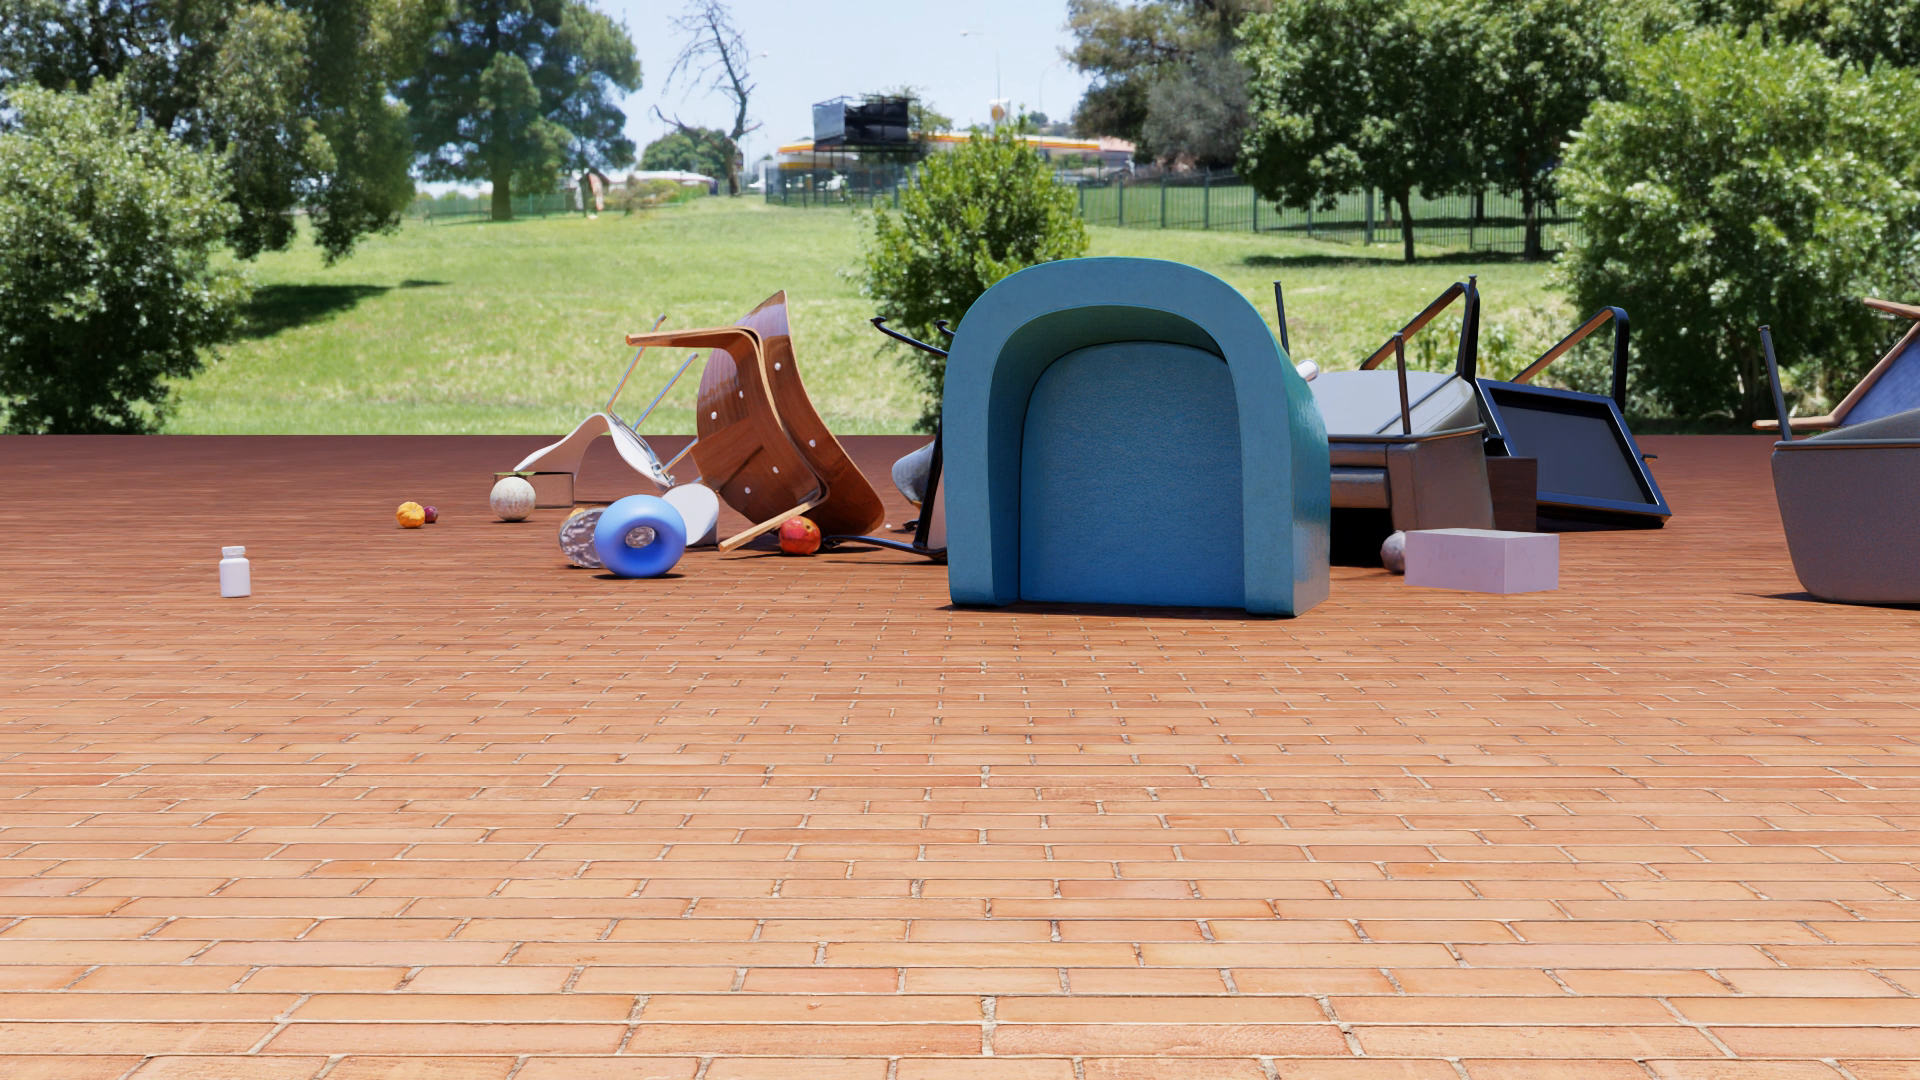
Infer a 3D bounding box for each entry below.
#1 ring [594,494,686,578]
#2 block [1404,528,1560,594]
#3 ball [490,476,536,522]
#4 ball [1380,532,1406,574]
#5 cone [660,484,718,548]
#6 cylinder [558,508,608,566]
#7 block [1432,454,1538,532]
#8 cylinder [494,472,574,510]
[{"bbox_3d":[-0.764,-0.007,5.261,0.221,0.198,0.161,-13,19,-11],"label":"ring"},{"bbox_3d":[1.180,0.045,4.984,0.187,0.123,0.286,-3,5,-37],"label":"block"},{"bbox_3d":[-1.510,-0.137,7.432,0.153,0.153,0.153,0,4,0],"label":"ball"},{"bbox_3d":[1.074,0.032,5.341,0.102,0.102,0.102,0,4,0],"label":"ball"},{"bbox_3d":[-0.748,-0.029,6.318,0.252,0.208,0.170,7,-24,35],"label":"cone"},{"bbox_3d":[-0.898,-0.006,5.568,0.227,0.145,0.166,-6,1,-15],"label":"cylinder"},{"bbox_3d":[1.641,-0.143,6.887,0.169,0.238,0.301,-2,4,-23],"label":"block"},{"bbox_3d":[-1.618,-0.189,8.353,0.300,0.129,0.295,0,4,-5],"label":"cylinder"}]
